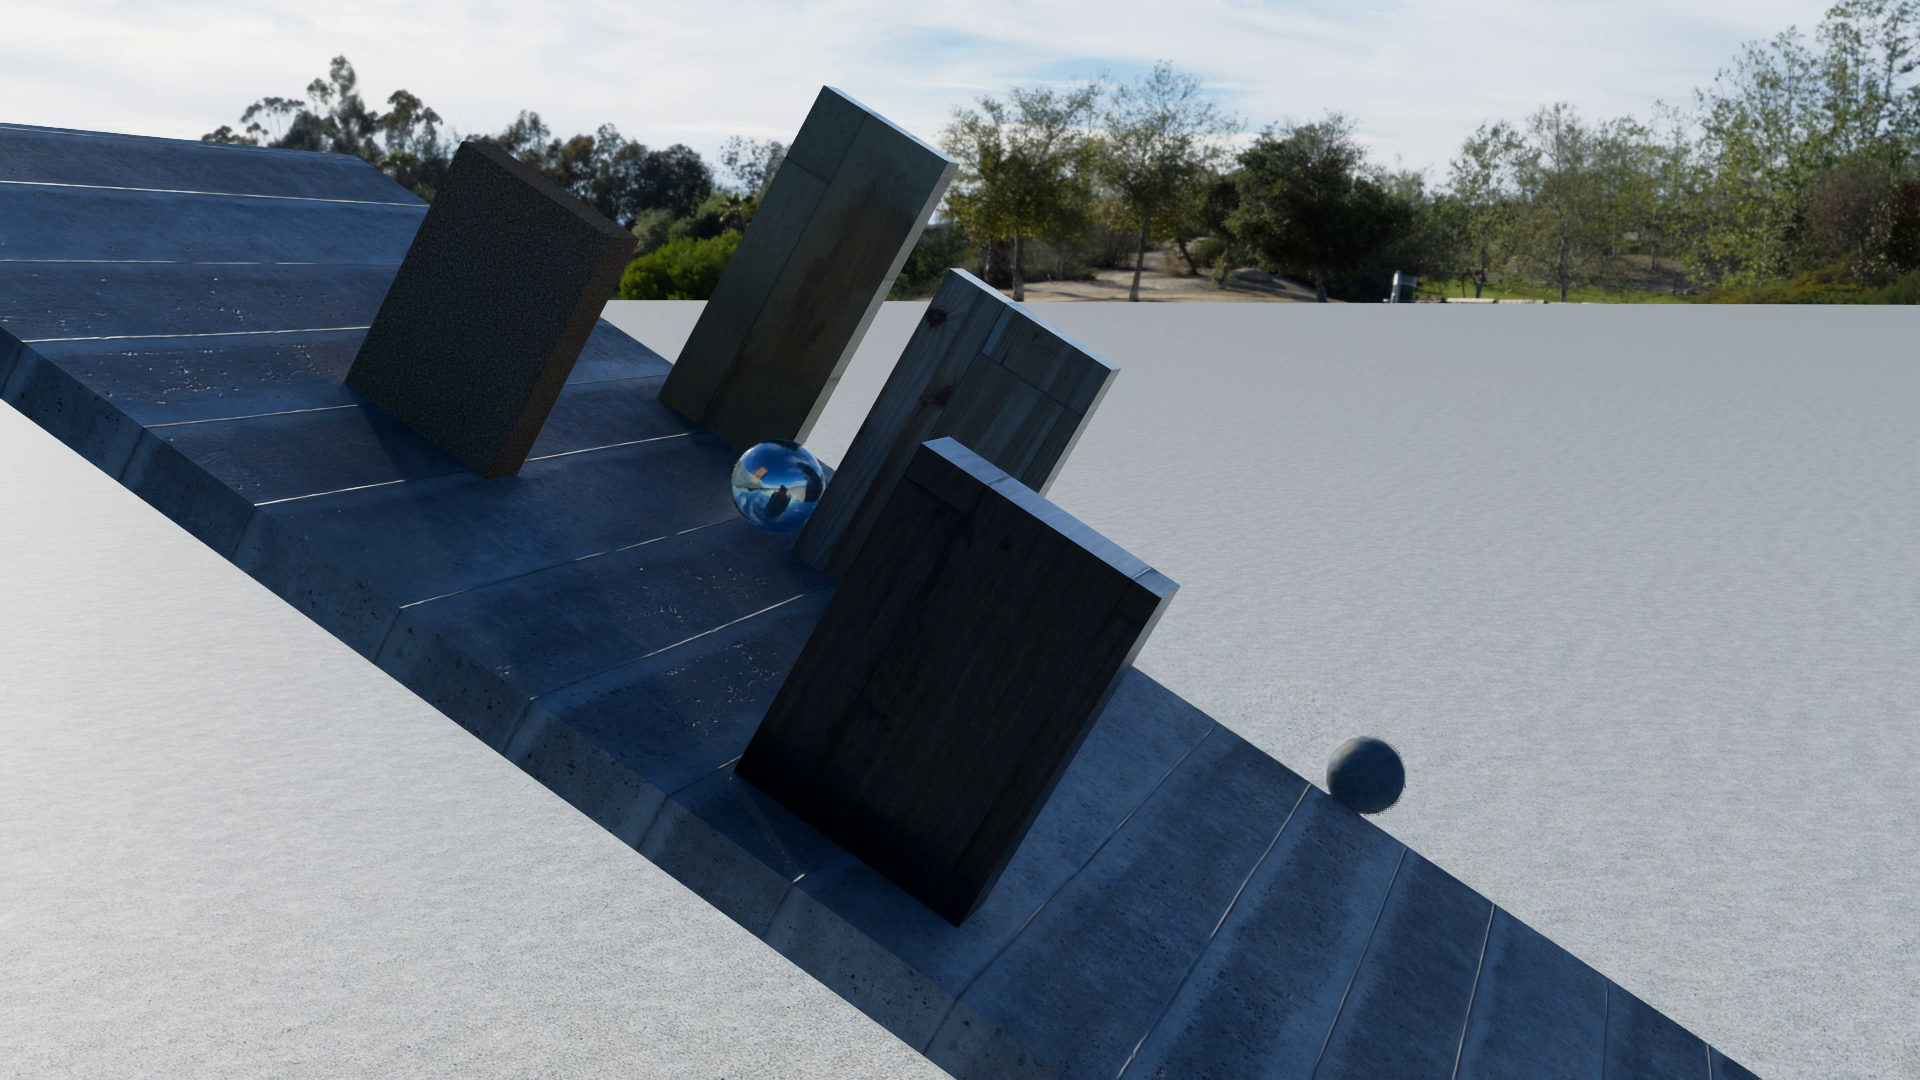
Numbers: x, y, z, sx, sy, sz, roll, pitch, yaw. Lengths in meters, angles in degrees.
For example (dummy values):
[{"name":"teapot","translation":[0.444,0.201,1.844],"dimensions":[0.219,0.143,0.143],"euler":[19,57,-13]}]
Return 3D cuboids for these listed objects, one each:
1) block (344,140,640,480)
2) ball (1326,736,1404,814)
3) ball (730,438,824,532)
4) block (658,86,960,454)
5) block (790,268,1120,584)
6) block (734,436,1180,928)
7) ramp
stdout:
[{"name":"block","translation":[-0.839,-0.409,3.931],"dimensions":[0.331,0.495,0.113],"euler":[33,15,11]},{"name":"ball","translation":[0.909,0.529,4.935],"dimensions":[0.175,0.175,0.175],"euler":[0,7,0]},{"name":"ball","translation":[-0.370,-0.110,4.453],"dimensions":[0.191,0.191,0.191],"euler":[0,7,0]},{"name":"block","translation":[-0.339,-0.566,4.838],"dimensions":[0.328,0.789,0.085],"euler":[33,15,11]},{"name":"block","translation":[-0.014,-0.156,4.364],"dimensions":[0.377,0.660,0.084],"euler":[33,15,11]},{"name":"block","translation":[-0.010,0.210,3.296],"dimensions":[0.417,0.591,0.135],"euler":[33,15,11]},{"name":"ramp","translation":[-0.171,0.281,4.121],"dimensions":[4.000,0.100,2.000],"euler":[33,15,11]}]
